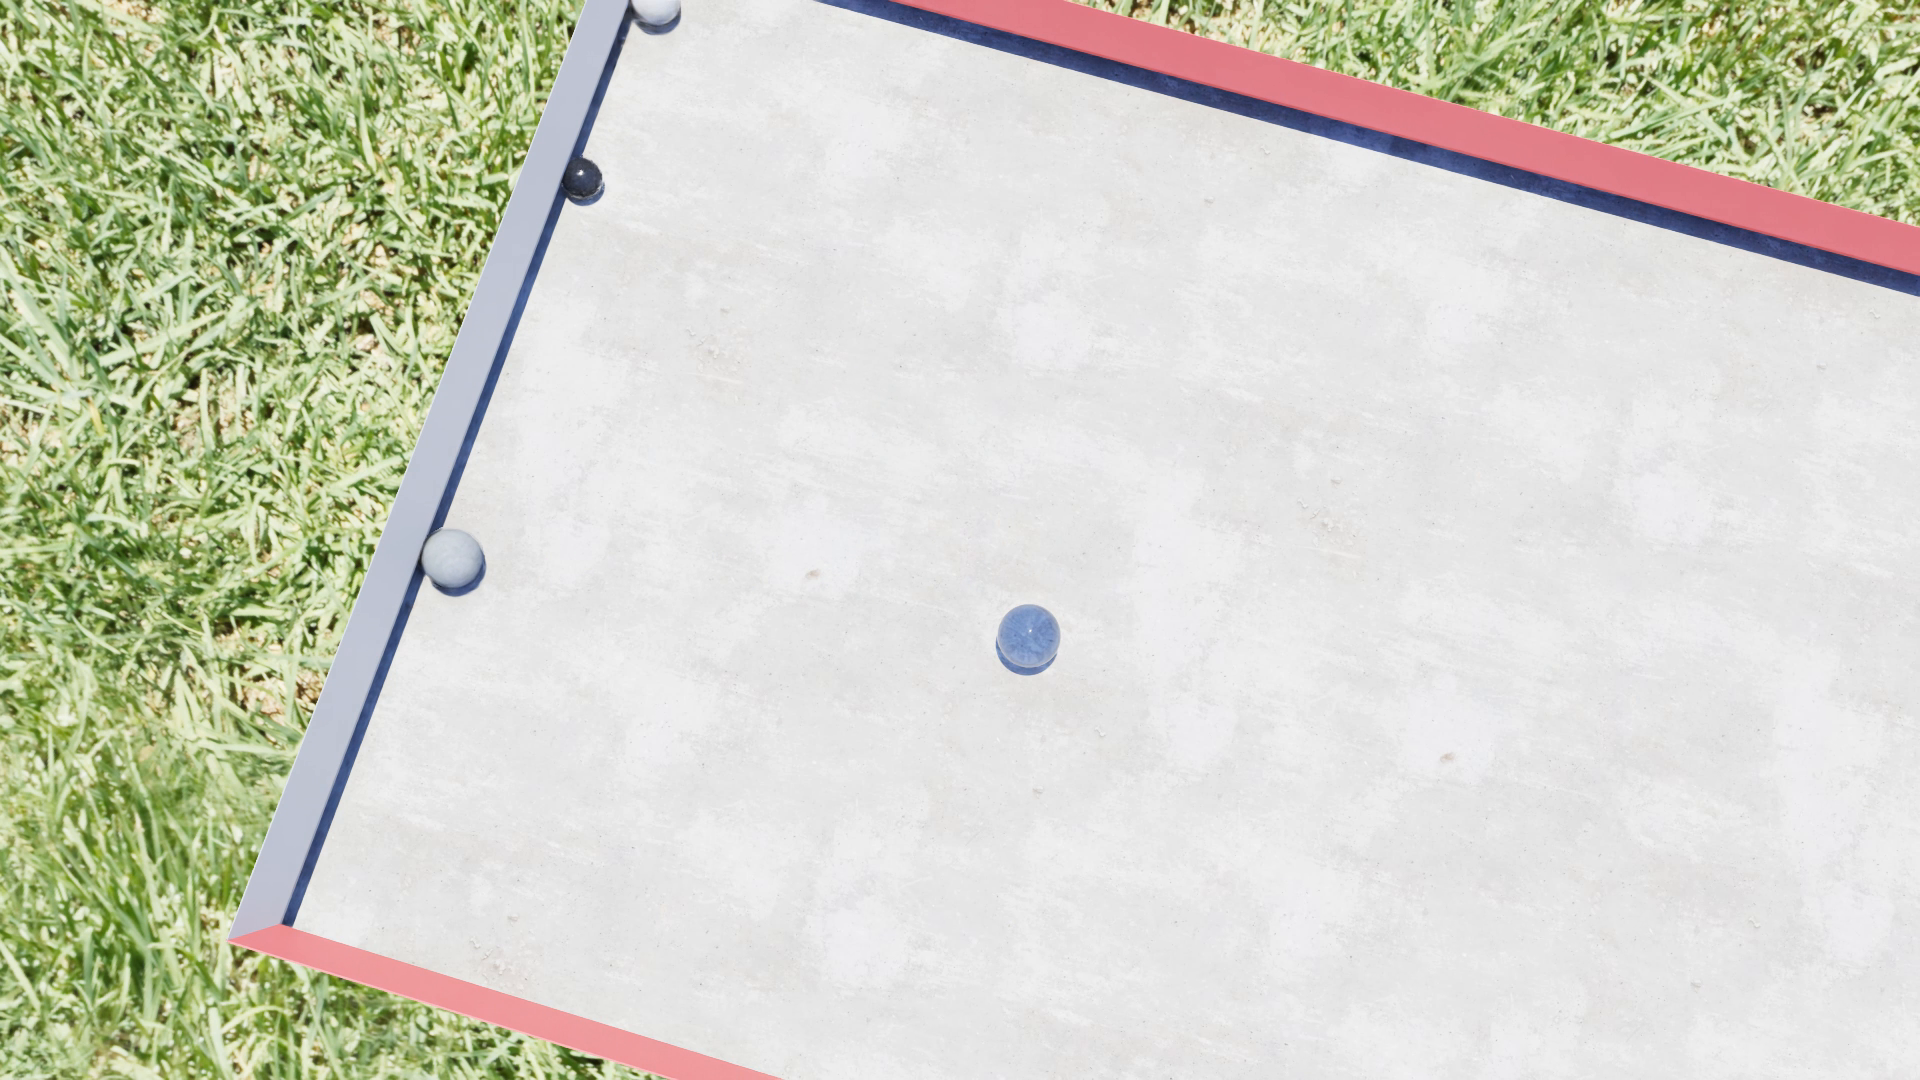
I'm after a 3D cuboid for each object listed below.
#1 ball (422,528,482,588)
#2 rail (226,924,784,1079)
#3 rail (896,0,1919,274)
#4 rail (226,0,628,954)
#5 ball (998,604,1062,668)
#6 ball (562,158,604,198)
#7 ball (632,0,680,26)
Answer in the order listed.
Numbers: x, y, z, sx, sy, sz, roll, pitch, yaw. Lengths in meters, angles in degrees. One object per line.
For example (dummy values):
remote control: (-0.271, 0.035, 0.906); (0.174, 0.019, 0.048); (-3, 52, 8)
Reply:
ball: (-0.772, 0.028, 3.340); (0.091, 0.091, 0.091); (0, 74, 0)
rail: (0.541, 1.012, 3.045); (3.281, 0.125, 0.045); (16, 75, 4)
rail: (1.031, -0.574, 3.490); (3.281, 0.125, 0.045); (16, 75, 4)
rail: (-0.764, -0.224, 3.392); (0.045, 0.125, 1.766); (16, 75, 4)
ball: (0.104, 0.144, 3.305); (0.097, 0.097, 0.097); (0, 74, 0)
ball: (-0.606, -0.580, 3.524); (0.066, 0.066, 0.066); (0, 74, 0)
ball: (-0.498, -0.884, 3.602); (0.080, 0.080, 0.080); (0, 74, 0)
